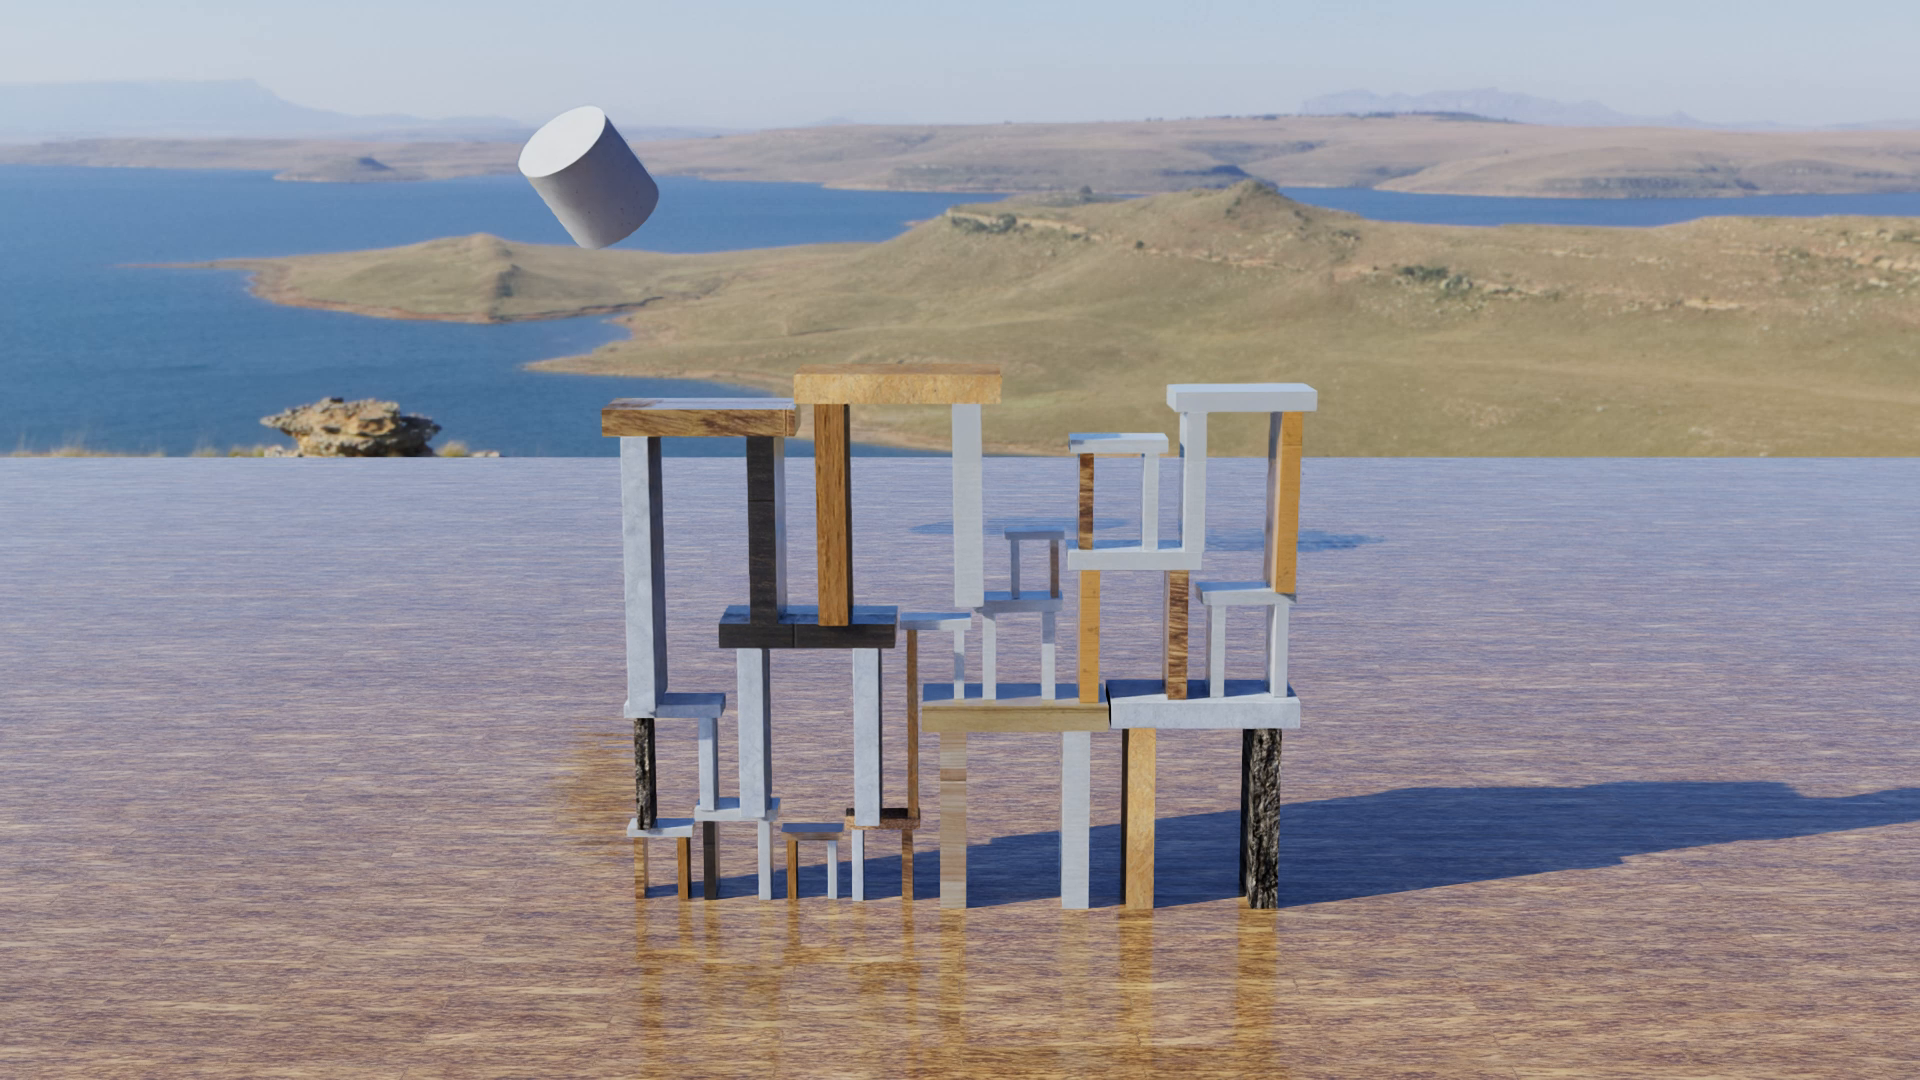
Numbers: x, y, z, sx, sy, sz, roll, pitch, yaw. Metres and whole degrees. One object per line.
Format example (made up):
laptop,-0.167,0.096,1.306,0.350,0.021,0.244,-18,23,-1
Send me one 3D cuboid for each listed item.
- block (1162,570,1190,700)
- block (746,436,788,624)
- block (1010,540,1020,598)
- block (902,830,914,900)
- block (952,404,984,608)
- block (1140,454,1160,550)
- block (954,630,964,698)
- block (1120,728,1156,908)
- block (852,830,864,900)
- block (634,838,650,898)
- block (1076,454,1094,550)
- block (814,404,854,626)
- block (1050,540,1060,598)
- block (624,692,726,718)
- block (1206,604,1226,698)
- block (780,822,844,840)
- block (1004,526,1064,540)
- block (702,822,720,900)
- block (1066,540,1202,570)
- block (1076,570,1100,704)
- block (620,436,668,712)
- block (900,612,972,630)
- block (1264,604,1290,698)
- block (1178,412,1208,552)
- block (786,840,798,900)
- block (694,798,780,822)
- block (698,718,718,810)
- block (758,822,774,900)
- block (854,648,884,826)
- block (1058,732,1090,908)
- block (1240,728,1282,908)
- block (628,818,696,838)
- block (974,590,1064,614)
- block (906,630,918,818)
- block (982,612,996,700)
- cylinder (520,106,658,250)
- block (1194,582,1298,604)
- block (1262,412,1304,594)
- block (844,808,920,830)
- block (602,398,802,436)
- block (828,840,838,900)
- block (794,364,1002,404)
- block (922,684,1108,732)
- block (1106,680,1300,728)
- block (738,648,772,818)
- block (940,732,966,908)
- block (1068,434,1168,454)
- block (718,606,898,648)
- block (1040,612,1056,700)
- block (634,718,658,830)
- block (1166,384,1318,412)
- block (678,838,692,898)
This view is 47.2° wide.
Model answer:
block,0.351,0.144,3.586,0.030,0.213,0.107,0,11,0
block,-0.311,-0.028,3.558,0.043,0.302,0.151,0,11,2
block,0.089,0.043,3.571,0.014,0.095,0.048,-1,11,0
block,-0.087,0.530,3.654,0.017,0.123,0.062,0,11,0
block,0.013,-0.068,3.546,0.046,0.324,0.162,-1,11,0
block,0.306,-0.068,3.552,0.022,0.156,0.078,0,11,0
block,-0.001,0.197,3.597,0.016,0.115,0.058,0,11,0
block,0.294,0.440,3.645,0.043,0.304,0.152,0,11,0
block,-0.169,0.530,3.654,0.017,0.123,0.062,0,11,0
block,-0.530,0.537,3.660,0.015,0.107,0.054,0,11,0
block,0.202,-0.068,3.552,0.022,0.156,0.078,0,11,0
block,-0.202,-0.053,3.546,0.046,0.355,0.162,0,11,1
block,0.153,0.042,3.572,0.014,0.095,0.048,-1,11,0
block,-0.468,0.272,3.614,0.157,0.022,0.078,0,11,0
block,0.417,0.173,3.591,0.022,0.154,0.077,0,11,0
block,-0.245,0.484,3.648,0.101,0.014,0.050,0,11,0
block,0.120,-0.011,3.562,0.095,0.014,0.048,-1,11,0
block,-0.413,0.523,3.660,0.019,0.136,0.068,0,11,0
block,0.280,0.024,3.563,0.213,0.030,0.107,0,11,0
block,0.209,0.146,3.586,0.030,0.218,0.107,0,11,0
block,-0.512,0.043,3.569,0.043,0.445,0.151,0,11,0
block,-0.040,0.132,3.584,0.115,0.016,0.058,0,11,-1
block,0.517,0.173,3.590,0.022,0.154,0.077,-1,10,-4
block,0.374,-0.101,3.541,0.032,0.224,0.112,0,11,0
block,-0.278,0.541,3.658,0.014,0.101,0.050,0,11,0
block,-0.368,0.446,3.646,0.136,0.019,0.068,0,11,0
block,-0.415,0.360,3.631,0.022,0.157,0.078,0,11,0
block,-0.323,0.523,3.660,0.019,0.136,0.068,0,11,0
block,-0.150,0.306,3.614,0.040,0.296,0.141,0,11,1
block,0.189,0.442,3.643,0.042,0.300,0.150,0,11,0
block,0.497,0.440,3.645,0.043,0.304,0.152,0,11,0
block,-0.495,0.477,3.649,0.107,0.015,0.054,0,11,0
block,0.094,0.100,3.579,0.145,0.021,0.072,-1,11,0
block,-0.078,0.296,3.614,0.016,0.317,0.058,0,11,-1
block,0.047,0.182,3.595,0.021,0.145,0.072,0,11,-1
cylinder,-0.992,-0.970,5.894,0.268,0.268,0.268,-18,44,18
block,0.463,0.086,3.574,0.154,0.022,0.077,0,10,-4
block,0.521,-0.069,3.551,0.032,0.292,0.112,1,10,-3
block,-0.128,0.461,3.640,0.123,0.017,0.062,0,11,-1
block,-0.411,-0.198,3.525,0.302,0.043,0.151,0,11,0
block,-0.211,0.541,3.658,0.014,0.101,0.050,0,11,0
block,-0.098,-0.250,3.512,0.324,0.046,0.162,0,11,0
block,0.089,0.274,3.612,0.300,0.042,0.150,0,11,0
block,0.396,0.269,3.614,0.304,0.043,0.152,0,11,0
block,-0.337,0.299,3.615,0.040,0.282,0.141,0,10,0
block,-0.011,0.442,3.643,0.042,0.300,0.150,0,11,0
block,0.254,-0.156,3.536,0.156,0.022,0.078,0,11,0
block,-0.244,0.141,3.585,0.282,0.040,0.141,0,11,1
block,0.144,0.182,3.595,0.021,0.145,0.072,0,11,0
block,-0.520,0.376,3.634,0.022,0.189,0.078,0,11,0
block,0.450,-0.228,3.520,0.224,0.032,0.112,-1,10,-2
block,-0.459,0.537,3.660,0.015,0.107,0.054,0,11,0
